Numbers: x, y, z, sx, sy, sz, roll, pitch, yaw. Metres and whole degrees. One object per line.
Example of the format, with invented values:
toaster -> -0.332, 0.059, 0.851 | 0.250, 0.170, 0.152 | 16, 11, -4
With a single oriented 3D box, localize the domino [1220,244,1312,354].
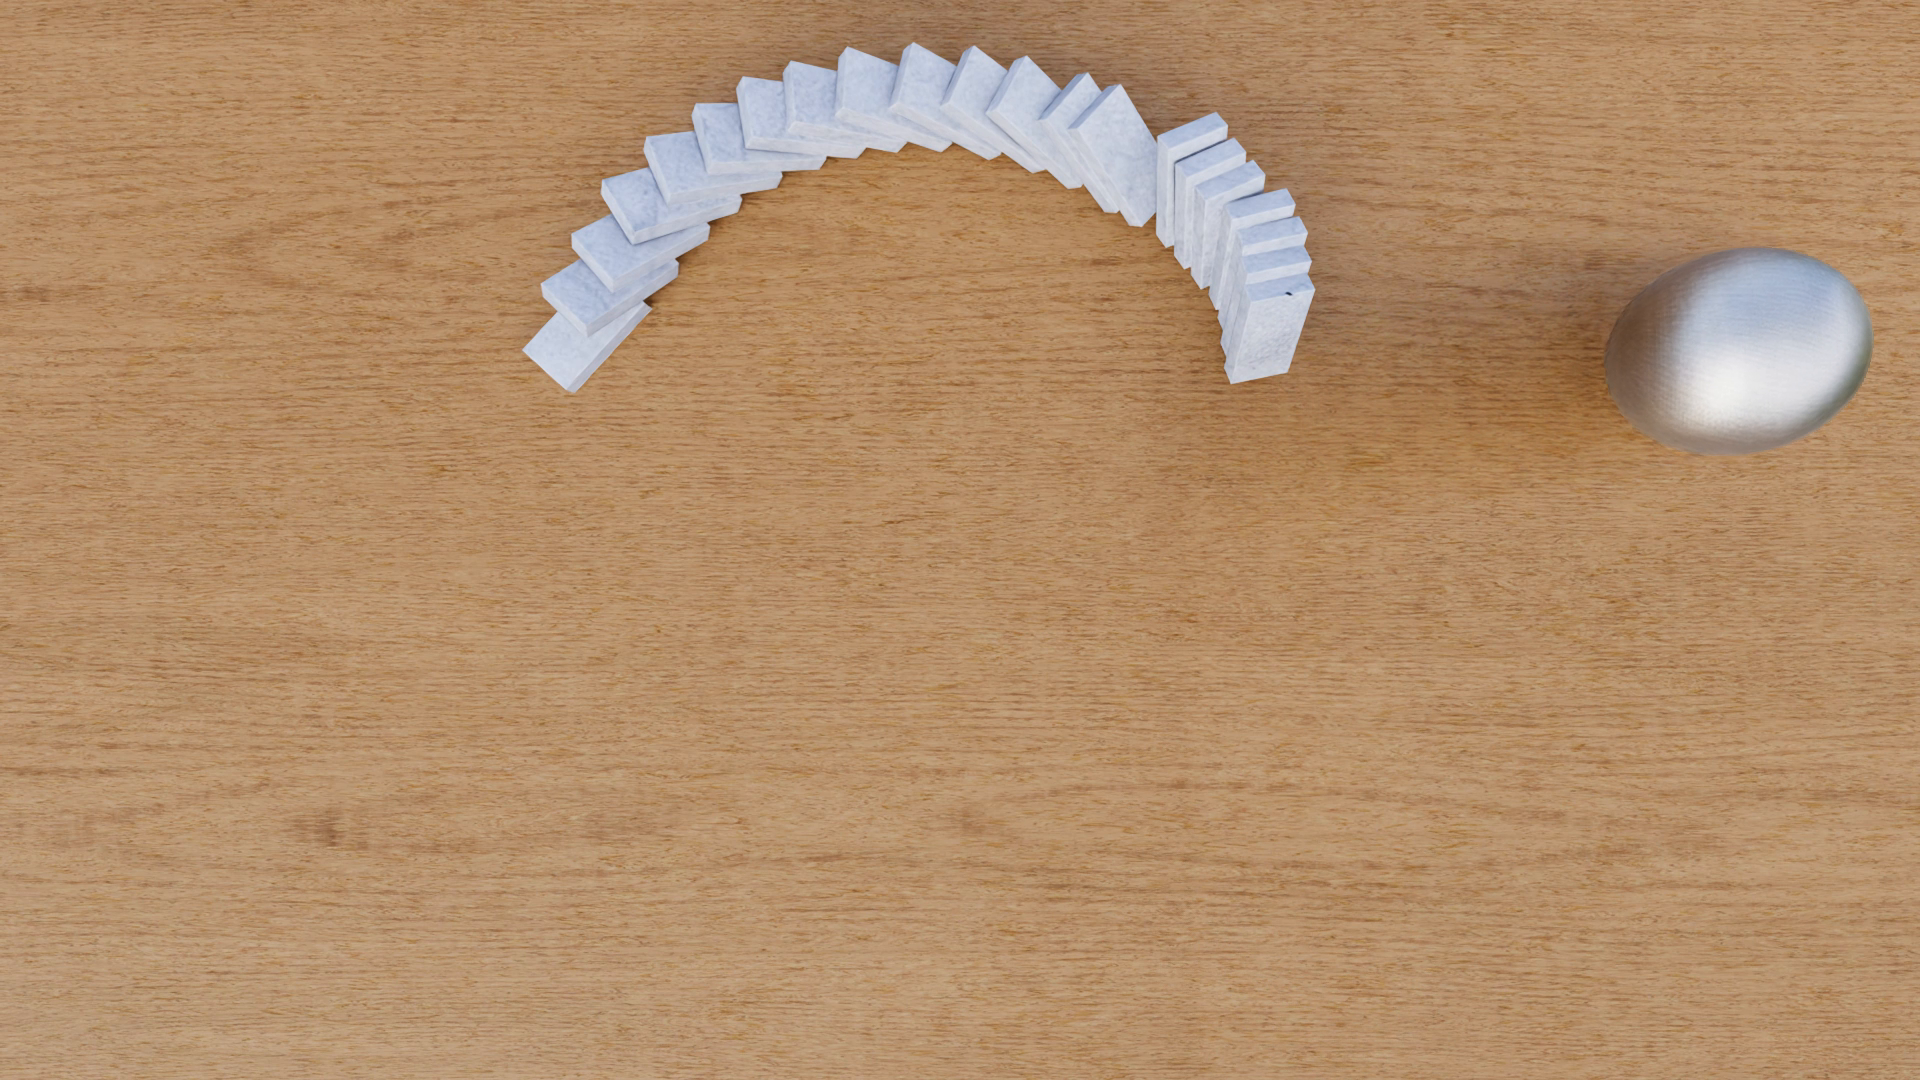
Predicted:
domino -> 0.124, -0.097, 0.376 | 0.025, 0.050, 0.010 | -11, 61, 0

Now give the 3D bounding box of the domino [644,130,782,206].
domino -> -0.103, -0.158, 0.384 | 0.050, 0.009, 0.025 | -22, 89, -29

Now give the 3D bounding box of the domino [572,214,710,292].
domino -> -0.133, -0.127, 0.384 | 0.025, 0.010, 0.050 | 48, 62, 0

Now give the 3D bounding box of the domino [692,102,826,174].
domino -> -0.084, -0.169, 0.384 | 0.050, 0.009, 0.025 | -15, 90, -29

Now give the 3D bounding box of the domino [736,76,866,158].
domino -> -0.066, -0.176, 0.383 | 0.050, 0.010, 0.025 | -8, 88, -31

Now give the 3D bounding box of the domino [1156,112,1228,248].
domino -> 0.094, -0.146, 0.376 | 0.025, 0.050, 0.010 | -23, 59, -2

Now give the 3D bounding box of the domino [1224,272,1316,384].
domino -> 0.126, -0.086, 0.376 | 0.025, 0.050, 0.009 | -12, 61, 0

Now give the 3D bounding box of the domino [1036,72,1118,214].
domino -> 0.057, -0.165, 0.383 | 0.025, 0.010, 0.050 | -49, 121, 0

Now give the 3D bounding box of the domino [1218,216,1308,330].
domino -> 0.123, -0.107, 0.376 | 0.025, 0.050, 0.010 | -12, 61, 0

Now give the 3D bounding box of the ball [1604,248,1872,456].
ball -> 0.302, -0.073, 0.360 | 0.080, 0.080, 0.080 | 0, 90, 0

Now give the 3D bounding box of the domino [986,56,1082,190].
domino -> 0.037, -0.173, 0.383 | 0.050, 0.009, 0.025 | 29, 89, -32

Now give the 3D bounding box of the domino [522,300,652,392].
domino -> -0.161, -0.091, 0.395 | 0.025, 0.009, 0.050 | 43, 90, 0

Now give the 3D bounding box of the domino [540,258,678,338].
domino -> -0.146, -0.109, 0.384 | 0.025, 0.009, 0.050 | 43, 62, 0

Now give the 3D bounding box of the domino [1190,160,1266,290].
domino -> 0.109, -0.128, 0.376 | 0.025, 0.050, 0.009 | -24, 61, 0

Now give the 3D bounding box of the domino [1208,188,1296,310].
domino -> 0.119, -0.118, 0.376 | 0.025, 0.050, 0.009 | -14, 61, 0

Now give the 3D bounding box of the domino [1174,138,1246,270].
domino -> 0.102, -0.137, 0.376 | 0.025, 0.050, 0.009 | -24, 61, 0

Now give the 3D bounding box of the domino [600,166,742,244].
domino -> -0.120, -0.144, 0.383 | 0.050, 0.010, 0.025 | -31, 88, -30

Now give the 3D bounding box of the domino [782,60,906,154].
domino -> -0.048, -0.180, 0.383 | 0.050, 0.010, 0.025 | -3, 86, -30

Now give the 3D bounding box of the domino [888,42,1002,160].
domino -> -0.003, -0.183, 0.384 | 0.050, 0.010, 0.025 | 15, 90, -29

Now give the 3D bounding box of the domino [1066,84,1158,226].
domino -> 0.069, -0.158, 0.380 | 0.025, 0.010, 0.050 | -47, 121, -1

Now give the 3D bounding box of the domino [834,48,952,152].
domino -> -0.027, -0.183, 0.383 | 0.050, 0.009, 0.025 | 5, 87, -30

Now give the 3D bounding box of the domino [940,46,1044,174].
domino -> 0.019, -0.179, 0.384 | 0.050, 0.010, 0.025 | 23, 90, -29
